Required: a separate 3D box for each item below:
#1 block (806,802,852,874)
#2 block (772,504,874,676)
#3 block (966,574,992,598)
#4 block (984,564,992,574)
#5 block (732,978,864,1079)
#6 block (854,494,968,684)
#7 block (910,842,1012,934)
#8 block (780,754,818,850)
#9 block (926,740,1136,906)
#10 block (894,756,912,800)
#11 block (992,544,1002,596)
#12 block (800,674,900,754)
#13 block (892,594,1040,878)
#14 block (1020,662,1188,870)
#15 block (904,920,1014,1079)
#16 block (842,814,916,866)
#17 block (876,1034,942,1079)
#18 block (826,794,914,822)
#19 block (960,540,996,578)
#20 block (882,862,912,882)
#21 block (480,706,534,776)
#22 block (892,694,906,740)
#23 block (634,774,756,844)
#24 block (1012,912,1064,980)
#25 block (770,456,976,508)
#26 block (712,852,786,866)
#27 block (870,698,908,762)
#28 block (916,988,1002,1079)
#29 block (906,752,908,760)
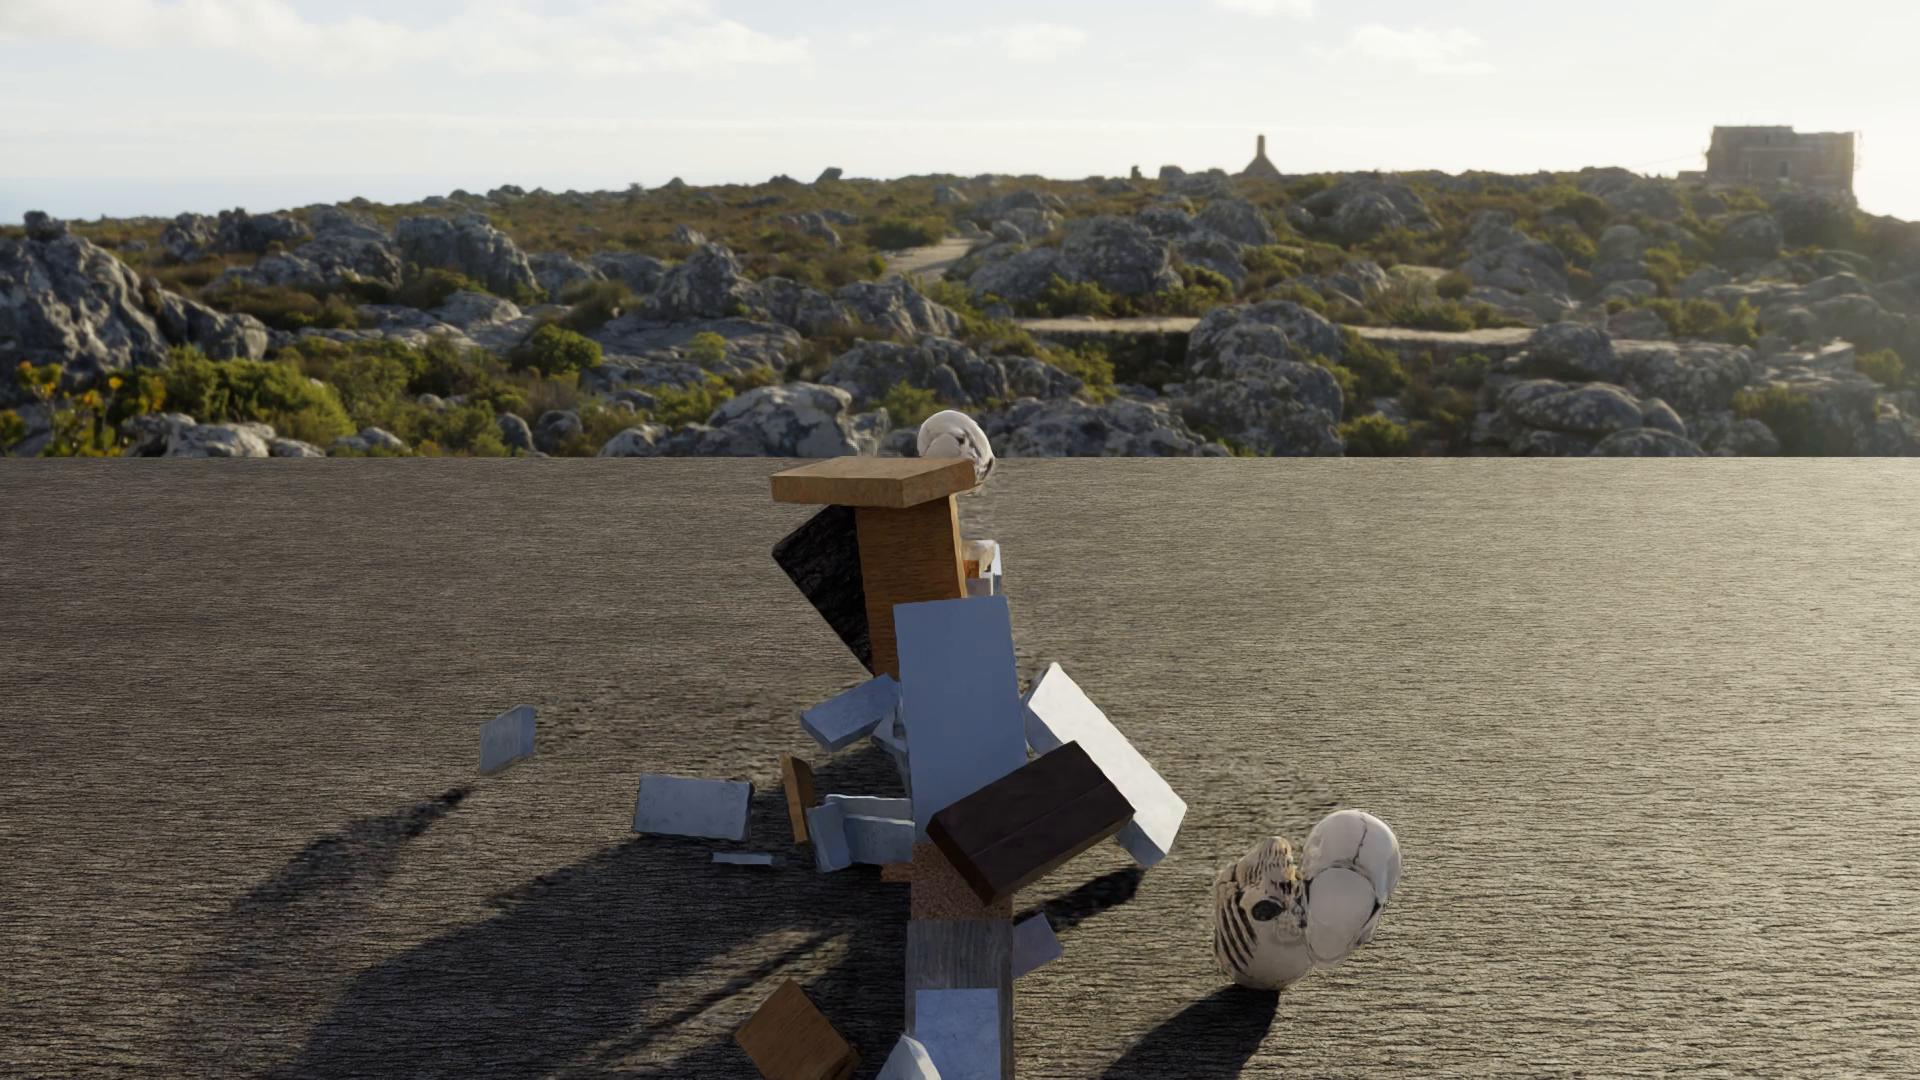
[{"bbox_3d":[-0.227,0.512,3.777,0.056,0.112,0.016,-10,-4,-30],"label":"block"},{"bbox_3d":[-0.149,0.128,4.129,0.178,0.423,0.050,-36,13,13],"label":"block"},{"bbox_3d":[0.004,0.181,4.191,0.118,0.237,0.034,0,15,8],"label":"block"},{"bbox_3d":[0.002,0.249,4.350,0.118,0.422,0.034,0,10,0],"label":"block"},{"bbox_3d":[-0.216,0.673,2.913,0.109,0.031,0.219,-45,28,-8],"label":"block"},{"bbox_3d":[-0.082,0.090,4.010,0.178,0.356,0.050,-5,7,13],"label":"block"},{"bbox_3d":[0.001,0.571,3.119,0.145,0.290,0.041,1,-34,1],"label":"block"},{"bbox_3d":[-0.277,0.463,3.875,0.022,0.157,0.079,-20,-23,15],"label":"block"},{"bbox_3d":[0.105,0.407,3.196,0.290,0.041,0.145,-23,62,-38],"label":"block"},{"bbox_3d":[-0.050,0.428,3.995,0.110,0.220,0.031,-7,-22,-31],"label":"block"},{"bbox_3d":[-0.002,0.062,4.531,0.169,0.048,0.337,0,11,0],"label":"block"},{"bbox_3d":[-0.180,0.308,3.923,0.190,0.027,0.095,-25,43,-30],"label":"block"},{"bbox_3d":[0.008,0.300,3.334,0.177,0.448,0.050,-5,-28,-4],"label":"block"},{"bbox_3d":[0.243,0.391,3.836,0.050,0.355,0.177,-40,5,28],"label":"block"},{"bbox_3d":[-0.002,0.635,2.970,0.145,0.041,0.290,0,37,0],"label":"block"},{"bbox_3d":[-0.127,0.524,3.810,0.158,0.079,0.022,4,10,21],"label":"block"},{"bbox_3d":[-0.064,0.709,2.729,0.031,0.109,0.219,30,2,-17],"label":"block"},{"bbox_3d":[-0.162,0.500,3.932,0.158,0.079,0.022,2,3,11],"label":"block"},{"bbox_3d":[-0.005,0.035,4.240,0.118,0.034,0.237,1,9,8],"label":"block"},{"bbox_3d":[-0.076,0.567,3.750,0.112,0.016,0.056,0,11,2],"label":"block"},{"bbox_3d":[-0.872,0.387,4.229,0.027,0.095,0.242,7,-17,-29],"label":"block"},{"bbox_3d":[-0.017,0.298,3.573,0.177,0.050,0.355,8,-9,-1],"label":"block"},{"bbox_3d":[-0.478,0.483,3.956,0.206,0.103,0.029,3,-17,15],"label":"block"},{"bbox_3d":[0.076,0.611,3.240,0.138,0.069,0.020,-25,-11,-13],"label":"block"},{"bbox_3d":[-0.161,-0.107,3.999,0.356,0.050,0.178,3,15,45],"label":"block"},{"bbox_3d":[-0.362,0.547,3.771,0.112,0.016,0.056,0,-8,19],"label":"block"},{"bbox_3d":[-0.070,0.306,3.888,0.095,0.027,0.190,26,52,13],"label":"block"},{"bbox_3d":[-0.003,0.677,2.855,0.109,0.031,0.219,-1,37,-1],"label":"block"},{"bbox_3d":[-0.021,0.349,3.587,0.103,0.029,0.206,0,-8,-10],"label":"block"}]
